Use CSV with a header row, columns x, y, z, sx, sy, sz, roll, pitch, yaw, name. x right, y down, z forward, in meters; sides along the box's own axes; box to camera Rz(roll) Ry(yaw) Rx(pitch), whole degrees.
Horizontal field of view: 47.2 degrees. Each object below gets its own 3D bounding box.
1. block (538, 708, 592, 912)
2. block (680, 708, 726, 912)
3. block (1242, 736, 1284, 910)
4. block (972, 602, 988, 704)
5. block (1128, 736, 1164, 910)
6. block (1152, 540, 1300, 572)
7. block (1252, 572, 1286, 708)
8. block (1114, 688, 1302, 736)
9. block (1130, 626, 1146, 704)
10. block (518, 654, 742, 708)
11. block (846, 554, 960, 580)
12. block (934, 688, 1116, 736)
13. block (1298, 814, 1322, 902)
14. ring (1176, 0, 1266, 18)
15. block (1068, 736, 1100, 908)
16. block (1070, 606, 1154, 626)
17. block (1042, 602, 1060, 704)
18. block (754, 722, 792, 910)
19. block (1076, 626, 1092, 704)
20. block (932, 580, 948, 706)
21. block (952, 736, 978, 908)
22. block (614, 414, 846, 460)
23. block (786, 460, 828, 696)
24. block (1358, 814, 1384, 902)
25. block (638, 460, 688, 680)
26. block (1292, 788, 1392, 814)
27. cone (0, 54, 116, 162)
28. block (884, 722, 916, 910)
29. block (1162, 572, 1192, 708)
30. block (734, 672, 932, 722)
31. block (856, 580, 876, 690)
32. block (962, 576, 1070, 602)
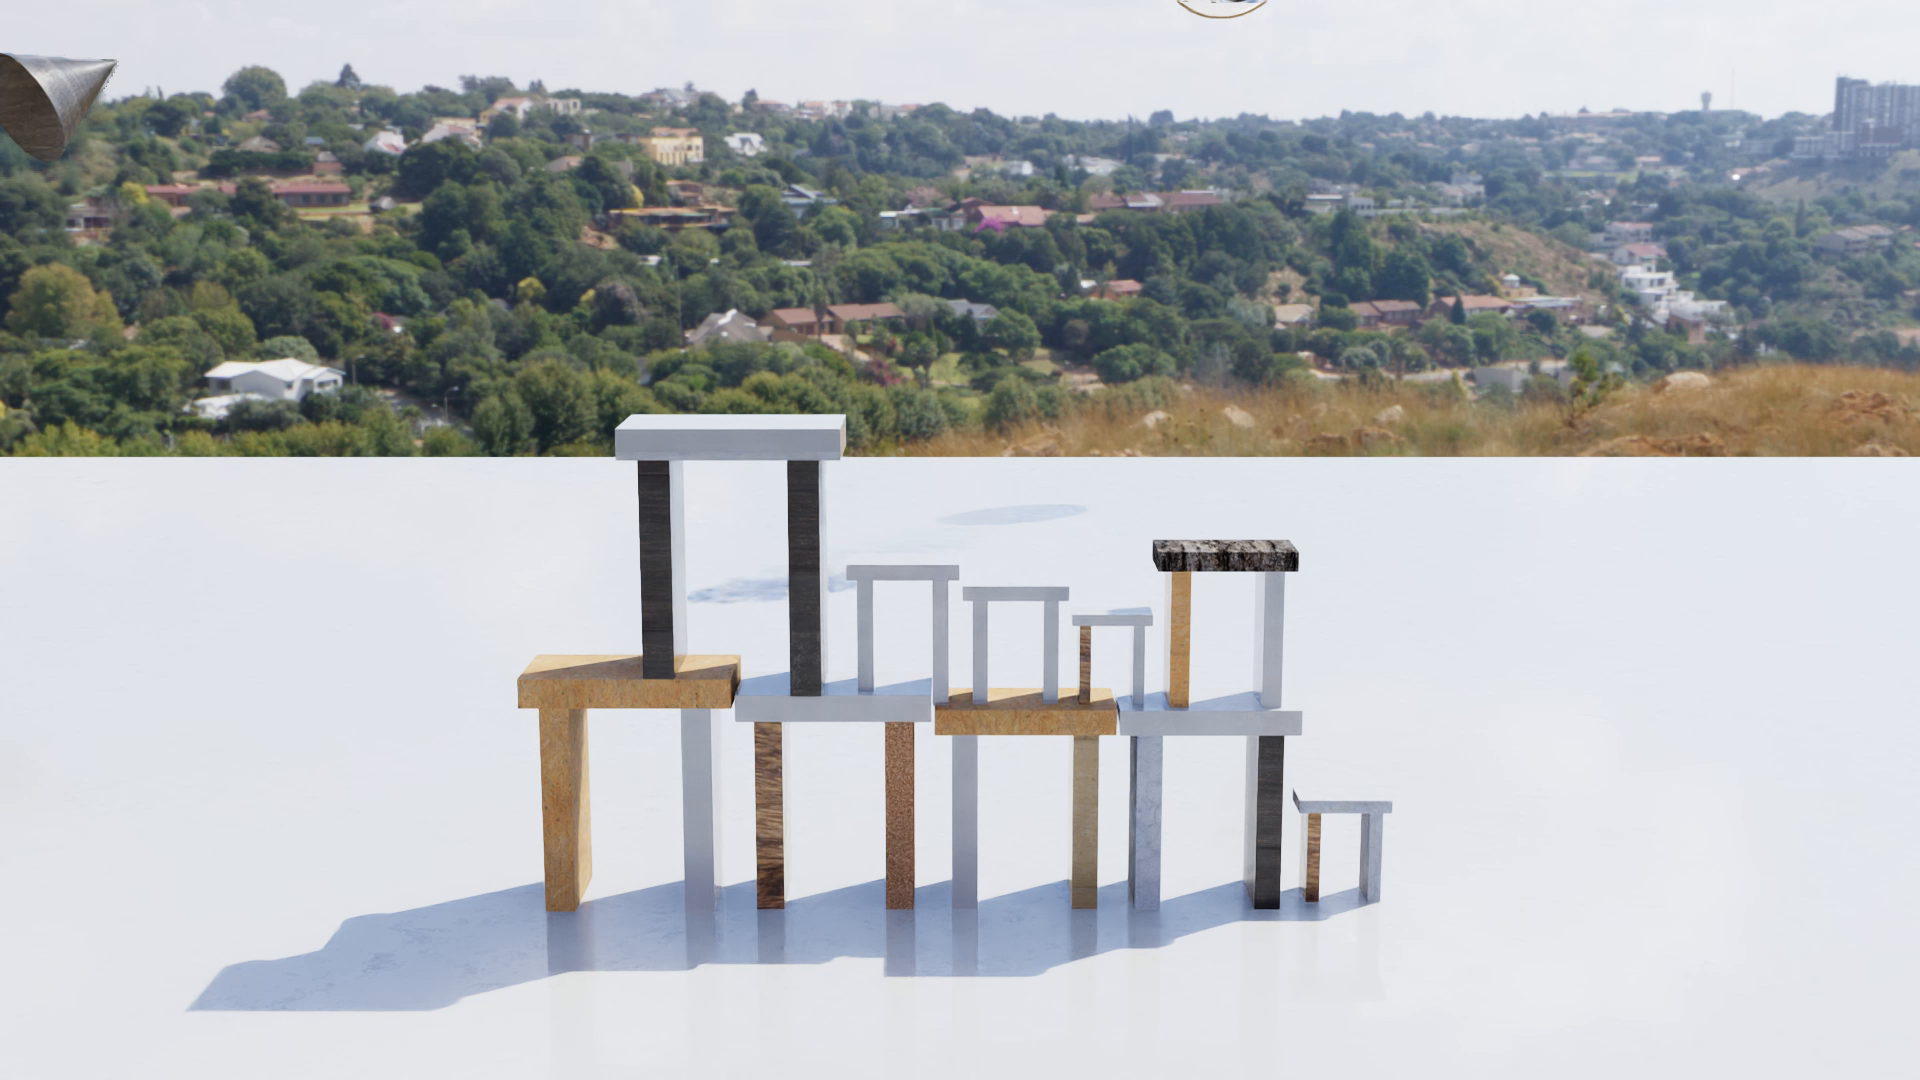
x,y,z,sx,sy,sz,roll,pitch,yaw,name
-0.651,0.422,3.638,0.048,0.341,0.171,0,11,0,block
-0.424,0.422,3.638,0.048,0.341,0.171,0,11,0,block
0.502,0.446,3.640,0.042,0.293,0.147,0,11,0,block
0.033,0.175,3.597,0.024,0.172,0.086,0,11,0,block
0.306,0.446,3.640,0.042,0.293,0.147,0,11,0,block
0.428,0.025,3.563,0.224,0.032,0.112,0,11,0,block
0.503,0.151,3.586,0.032,0.224,0.112,0,11,0,block
0.404,0.281,3.609,0.293,0.042,0.147,0,11,0,block
0.290,0.197,3.592,0.018,0.131,0.065,0,11,0,block
-0.537,0.231,3.602,0.341,0.048,0.171,0,11,0,block
-0.092,0.044,3.567,0.182,0.026,0.091,0,11,0,block
0.106,0.281,3.612,0.293,0.042,0.147,0,11,0,block
0.581,0.516,3.653,0.022,0.152,0.076,0,11,0,block
0.817,-1.806,6.722,0.434,0.434,0.145,-2,33,-11,ring
0.204,0.446,3.642,0.042,0.293,0.147,0,11,0,block
0.246,0.124,3.579,0.130,0.018,0.065,0,11,0,block
0.147,0.175,3.597,0.024,0.172,0.086,0,11,0,block
-0.309,0.434,3.645,0.045,0.316,0.158,0,11,0,block
0.203,0.197,3.592,0.018,0.131,0.065,0,11,0,block
-0.031,0.159,3.588,0.026,0.207,0.091,0,11,0,block
0.008,0.446,3.642,0.042,0.293,0.147,0,11,0,block
-0.364,-0.165,3.534,0.353,0.050,0.176,0,11,0,block
-0.247,0.047,3.573,0.050,0.382,0.176,0,11,0,block
0.683,0.516,3.653,0.022,0.152,0.076,0,11,0,block
-0.482,0.033,3.570,0.050,0.353,0.176,0,11,0,block
0.632,0.430,3.637,0.152,0.022,0.076,0,11,0,block
-2.233,-1.144,5.523,0.290,0.290,0.290,8,37,37,cone
-0.099,0.434,3.645,0.045,0.316,0.158,0,11,0,block
0.354,0.151,3.586,0.032,0.224,0.112,0,11,0,block
-0.204,0.257,3.612,0.316,0.045,0.158,0,11,0,block
-0.152,0.146,3.585,0.026,0.182,0.091,0,11,0,block
0.090,0.079,3.579,0.172,0.024,0.086,0,11,0,block
